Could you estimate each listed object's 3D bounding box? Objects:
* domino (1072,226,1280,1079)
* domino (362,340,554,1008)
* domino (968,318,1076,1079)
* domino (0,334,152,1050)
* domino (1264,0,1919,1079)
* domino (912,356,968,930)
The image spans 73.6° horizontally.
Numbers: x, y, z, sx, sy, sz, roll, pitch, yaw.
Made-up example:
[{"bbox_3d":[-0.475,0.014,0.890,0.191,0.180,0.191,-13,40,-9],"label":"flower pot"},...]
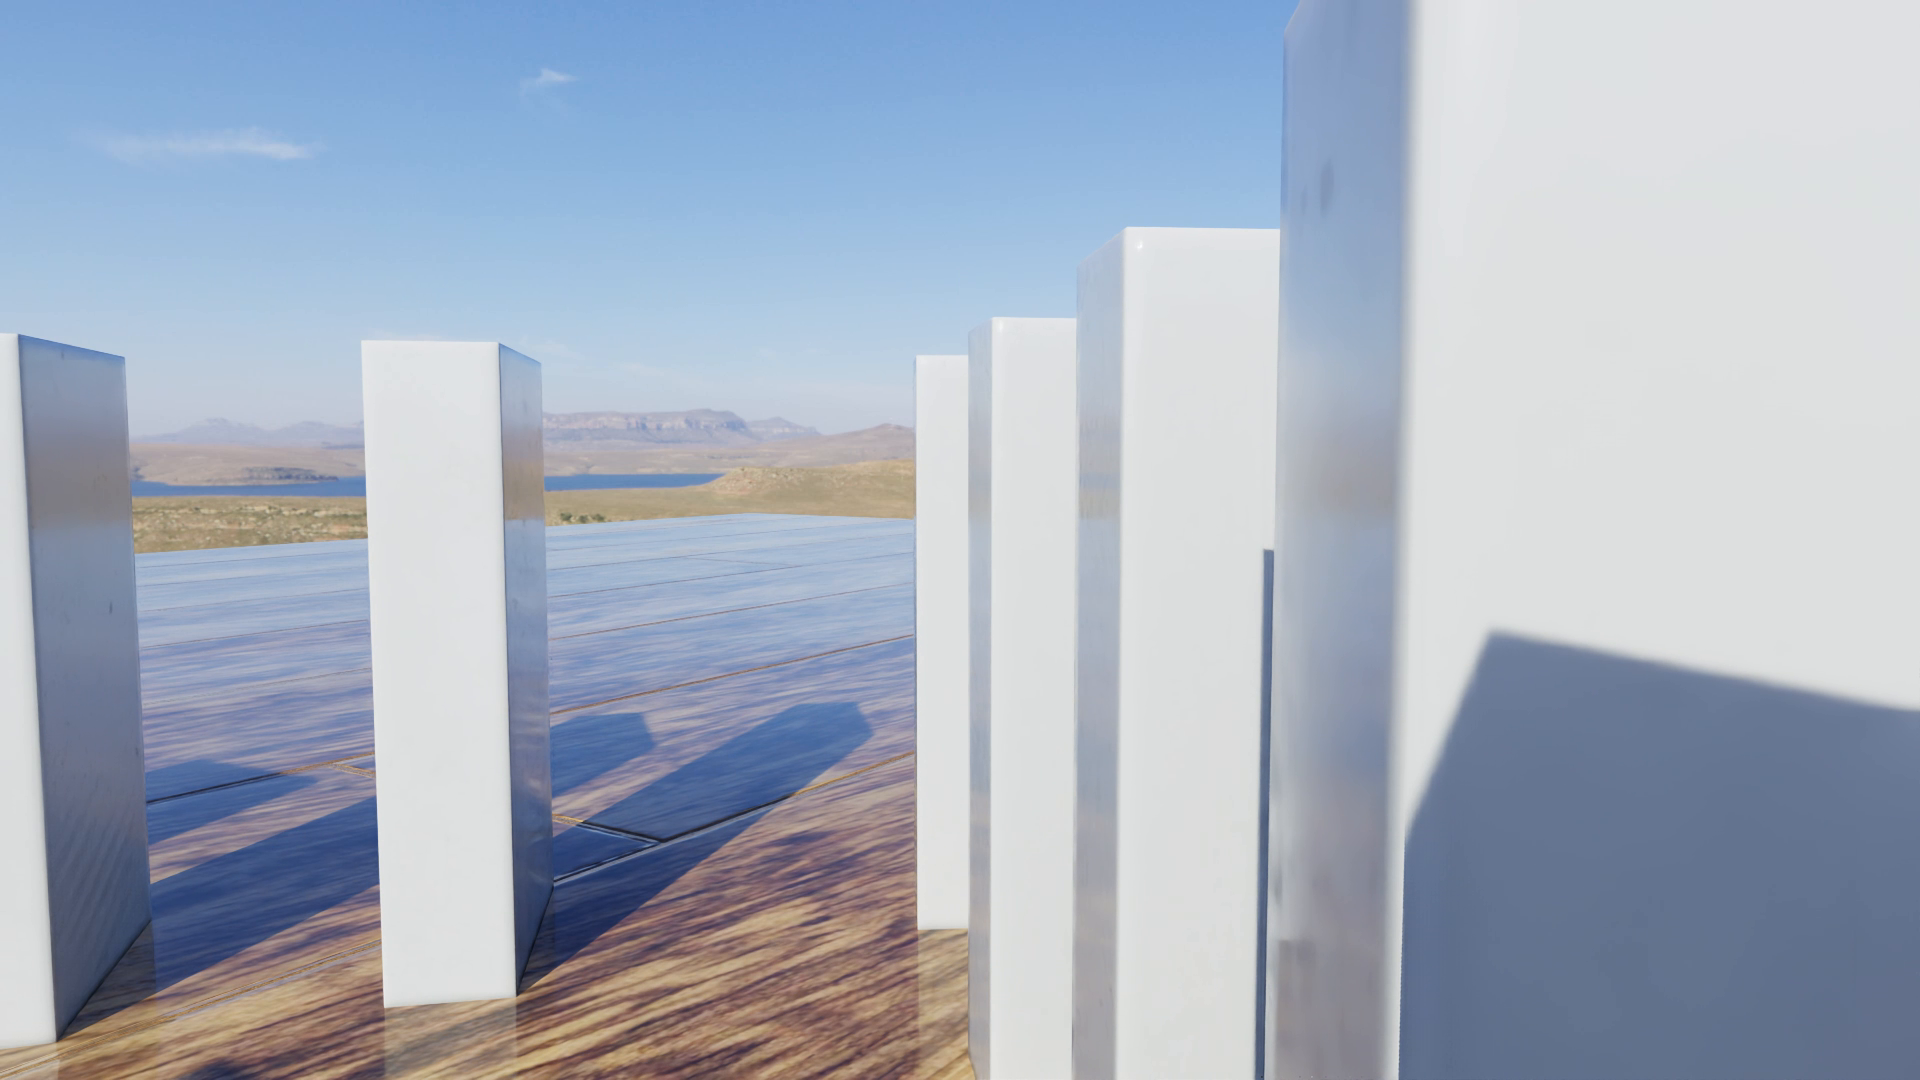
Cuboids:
[{"bbox_3d":[0.018,0.014,0.052,0.025,0.050,0.010,0,4,-5],"label":"domino"},{"bbox_3d":[-0.041,0.009,0.108,0.010,0.050,0.025,-1,4,-11],"label":"domino"},{"bbox_3d":[0.014,0.011,0.085,0.025,0.050,0.009,-1,4,-9],"label":"domino"},{"bbox_3d":[-0.073,0.010,0.100,0.010,0.050,0.025,-1,5,-19],"label":"domino"},{"bbox_3d":[0.018,0.016,0.020,0.025,0.050,0.010,0,4,5],"label":"domino"},{"bbox_3d":[0.008,0.009,0.116,0.025,0.050,0.009,0,4,-4],"label":"domino"}]
